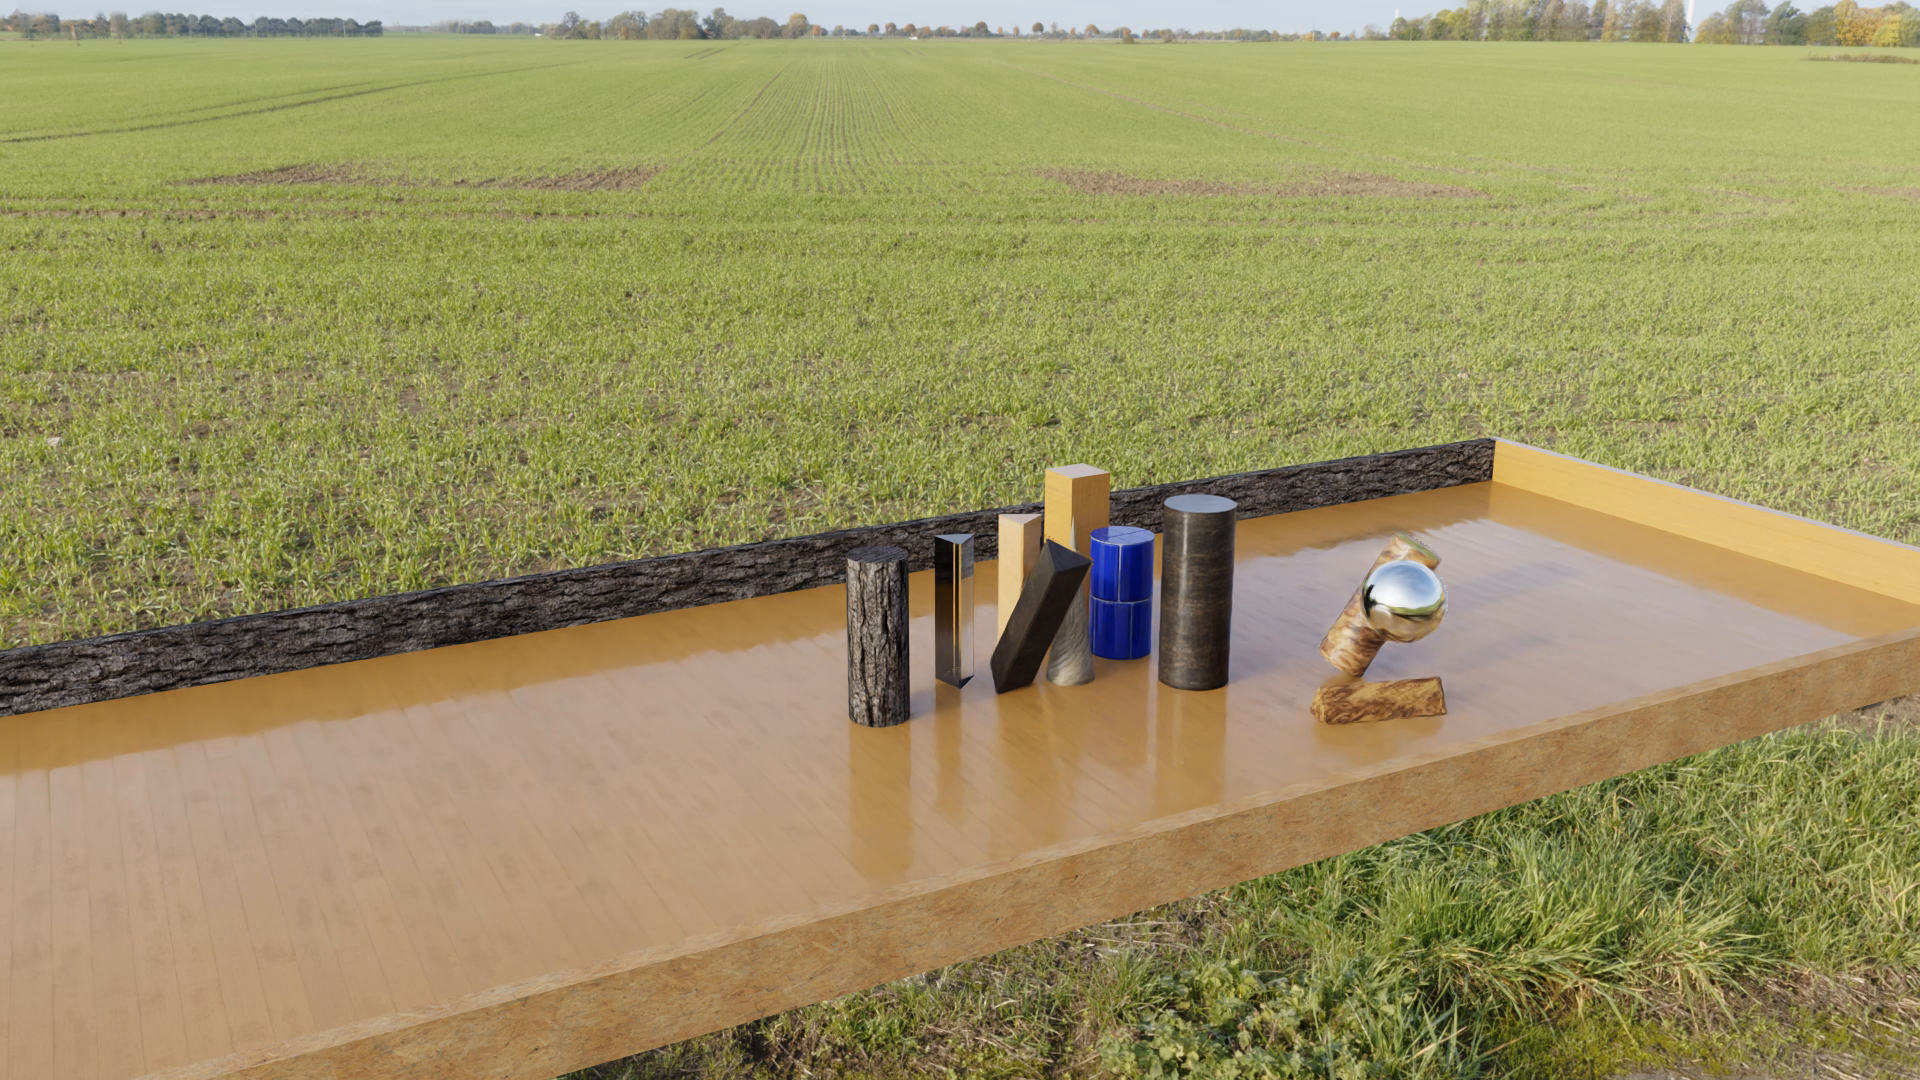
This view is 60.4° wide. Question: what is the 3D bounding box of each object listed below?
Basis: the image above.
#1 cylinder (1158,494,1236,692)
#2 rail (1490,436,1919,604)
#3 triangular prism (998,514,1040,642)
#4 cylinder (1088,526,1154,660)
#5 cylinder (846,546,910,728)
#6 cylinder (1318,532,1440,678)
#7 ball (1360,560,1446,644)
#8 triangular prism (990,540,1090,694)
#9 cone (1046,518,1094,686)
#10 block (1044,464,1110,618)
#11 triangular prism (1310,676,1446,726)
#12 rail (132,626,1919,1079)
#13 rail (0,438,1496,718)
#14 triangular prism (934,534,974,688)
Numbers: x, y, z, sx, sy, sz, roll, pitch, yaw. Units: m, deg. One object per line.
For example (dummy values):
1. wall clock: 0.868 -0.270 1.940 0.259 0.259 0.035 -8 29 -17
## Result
1. cylinder: 0.589 0.130 4.102 0.177 0.457 0.177 0 16 0
2. rail: 2.466 -0.048 5.253 0.050 0.150 2.100 -9 18 -27
3. triangular prism: 0.172 0.110 4.351 0.094 0.355 0.109 -10 19 -30
4. cylinder: 0.422 0.138 4.324 0.167 0.316 0.167 0 16 0
5. cylinder: -0.192 0.226 3.875 0.145 0.401 0.145 0 16 0
6. cylinder: 1.049 0.164 4.136 0.130 0.354 0.130 28 16 -9
7. ball: 1.034 0.143 3.854 0.196 0.196 0.196 0 16 0
8. triangular prism: 0.171 0.182 4.001 0.116 0.413 0.101 -14 50 -40
9. cone: 0.279 0.143 4.113 0.123 0.425 0.123 0 16 0
10. block: 0.323 0.008 4.590 0.127 0.415 0.127 -10 19 -30
11. triangular prism: 1.000 0.374 3.933 0.312 0.079 0.091 -4 16 -12
12. rail: -2.336 1.006 1.665 12.000 0.150 0.050 -9 18 -27
13. rail: -3.305 0.497 3.399 12.000 0.150 0.050 -9 18 -27
14. triangular prism: 0.001 0.172 4.108 0.084 0.374 0.097 -13 21 -38
